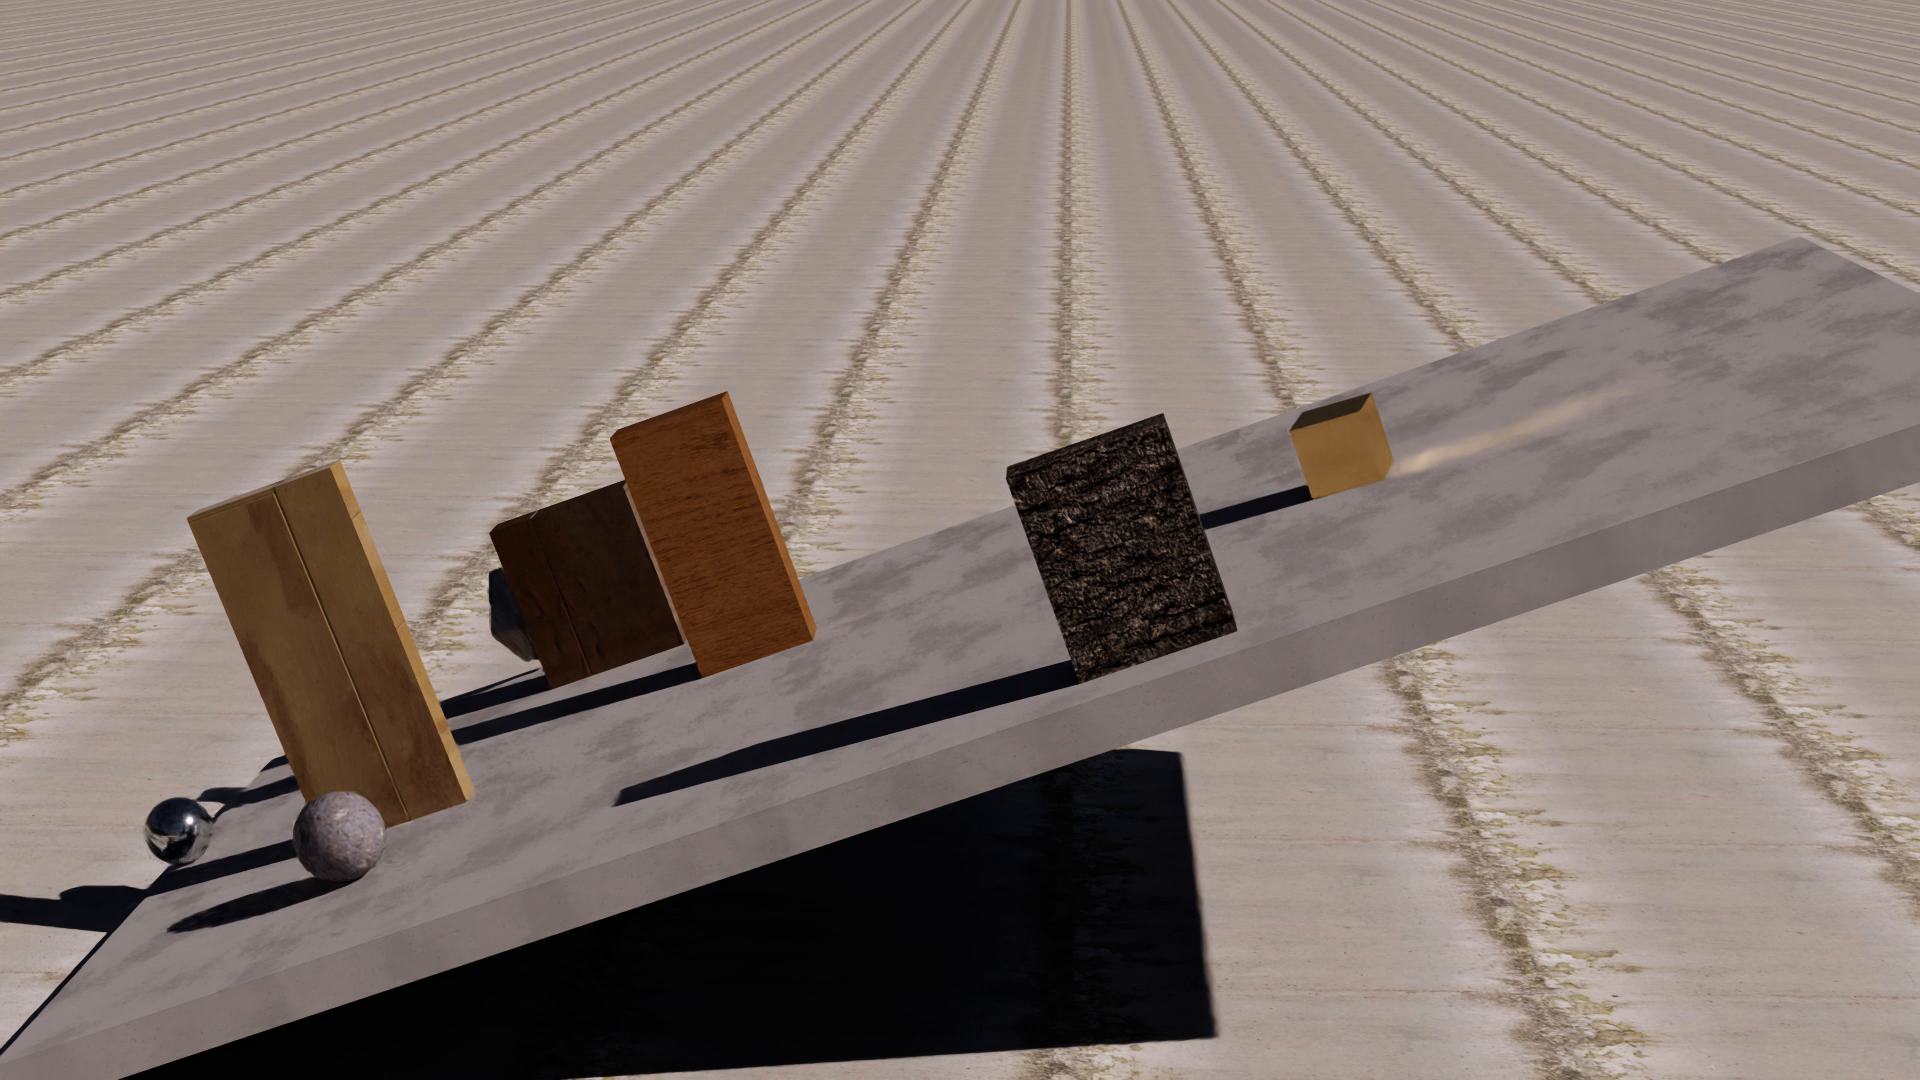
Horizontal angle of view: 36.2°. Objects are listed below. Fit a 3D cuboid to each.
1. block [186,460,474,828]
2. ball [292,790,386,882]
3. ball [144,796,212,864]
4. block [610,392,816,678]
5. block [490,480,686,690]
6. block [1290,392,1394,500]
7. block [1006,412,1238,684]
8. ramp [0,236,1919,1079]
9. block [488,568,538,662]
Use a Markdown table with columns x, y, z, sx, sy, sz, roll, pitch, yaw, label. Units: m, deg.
| x | y | z | sx | sy | sz | roll | pitch | yaw | label |
| --- | --- | --- | --- | --- | --- | --- | --- | --- | --- |
| -1.332 | 0.246 | 6.244 | 0.328 | 0.768 | 0.084 | -19 | 11 | 6 | block |
| -1.252 | 0.598 | 5.937 | 0.185 | 0.185 | 0.185 | 0 | 13 | 0 | ball |
| -1.765 | 0.656 | 6.641 | 0.152 | 0.152 | 0.152 | 0 | 13 | 0 | ball |
| -0.550 | -0.011 | 6.599 | 0.266 | 0.580 | 0.112 | -19 | 11 | 6 | block |
| -0.889 | 0.106 | 7.075 | 0.344 | 0.409 | 0.100 | -19 | 11 | 6 | block |
| 0.808 | -0.199 | 6.222 | 0.156 | 0.156 | 0.156 | -16 | 12 | 21 | block |
| 0.299 | 0.015 | 5.430 | 0.306 | 0.409 | 0.115 | -19 | 11 | 6 | block |
| 0.112 | 0.178 | 6.300 | 4.000 | 0.100 | 2.000 | -19 | 11 | 6 | ramp |
| -1.054 | 0.170 | 7.363 | 0.180 | 0.180 | 0.180 | -16 | -28 | 14 | block |
